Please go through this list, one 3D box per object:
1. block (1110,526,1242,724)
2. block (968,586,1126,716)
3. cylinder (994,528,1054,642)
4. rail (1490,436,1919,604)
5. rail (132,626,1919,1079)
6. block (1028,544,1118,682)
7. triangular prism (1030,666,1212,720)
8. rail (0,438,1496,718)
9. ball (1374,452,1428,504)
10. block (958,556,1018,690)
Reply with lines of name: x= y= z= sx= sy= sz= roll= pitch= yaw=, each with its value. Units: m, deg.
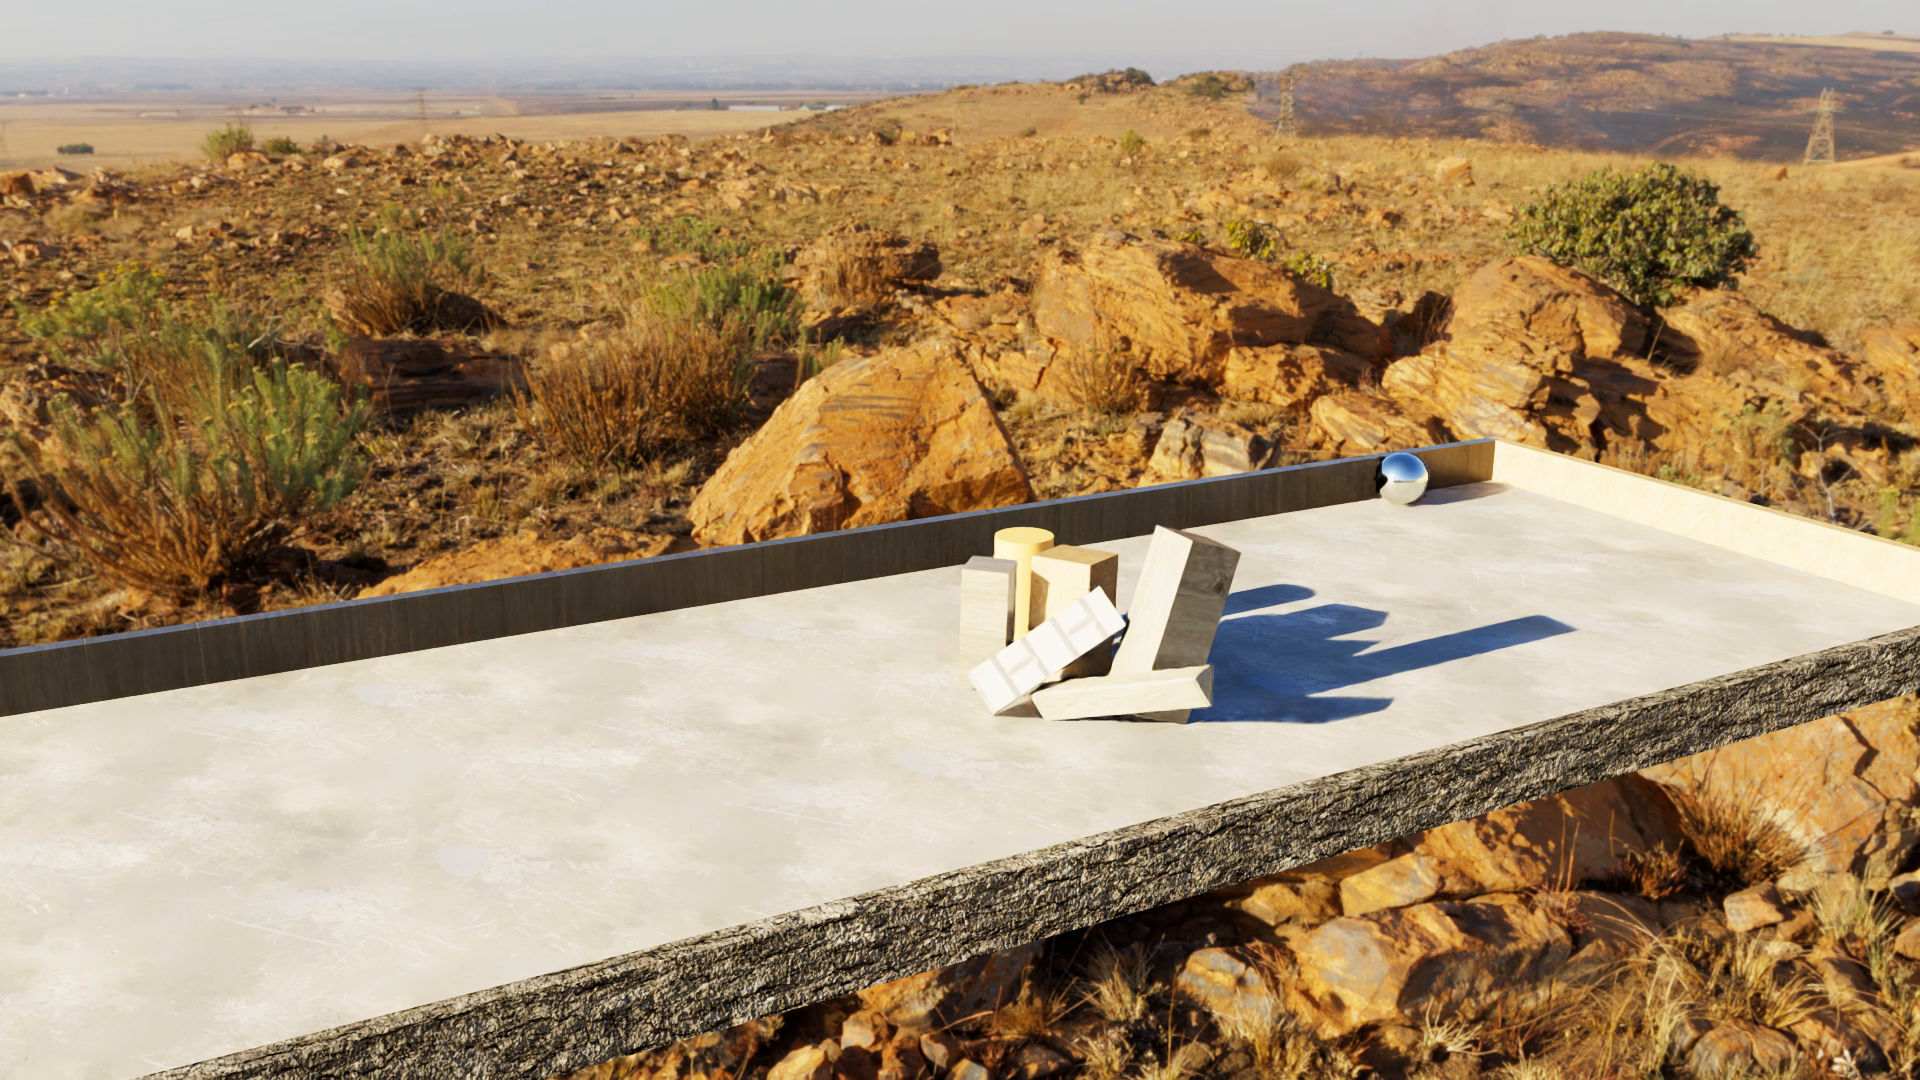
block: x=0.496 y=0.200 z=3.875 sx=0.147 sy=0.427 sz=0.147 roll=12 pitch=8 yaw=-30
block: x=0.204 y=0.263 z=3.914 sx=0.368 sy=0.111 sz=0.111 roll=-33 pitch=-7 yaw=-9
cylinder: x=0.168 y=0.135 z=4.352 sx=0.154 sy=0.307 sz=0.154 roll=0 pitch=16 yaw=0
rail: x=2.466 y=-0.048 z=5.253 sx=0.050 sy=0.150 sz=2.100 roll=-9 pitch=18 yaw=-27
rail: x=-2.336 y=1.006 z=1.665 sx=12.000 sy=0.150 sz=0.050 roll=-9 pitch=18 yaw=-27
block: x=0.281 y=0.190 z=4.127 sx=0.161 sy=0.316 sz=0.161 roll=10 pitch=14 yaw=30
triangular prism: x=0.373 y=0.338 z=3.794 sx=0.425 sy=0.092 sz=0.079 roll=-9 pitch=40 yaw=32
rail: x=-3.305 y=0.497 z=3.399 sx=12.000 sy=0.150 sz=0.050 roll=-9 pitch=18 yaw=-27
ball: x=1.543 y=-0.215 z=5.764 sx=0.182 sy=0.182 sz=0.182 roll=0 pitch=16 yaw=0
block: x=0.070 y=0.208 z=4.094 sx=0.116 sy=0.308 sz=0.116 roll=5 pitch=17 yaw=12
